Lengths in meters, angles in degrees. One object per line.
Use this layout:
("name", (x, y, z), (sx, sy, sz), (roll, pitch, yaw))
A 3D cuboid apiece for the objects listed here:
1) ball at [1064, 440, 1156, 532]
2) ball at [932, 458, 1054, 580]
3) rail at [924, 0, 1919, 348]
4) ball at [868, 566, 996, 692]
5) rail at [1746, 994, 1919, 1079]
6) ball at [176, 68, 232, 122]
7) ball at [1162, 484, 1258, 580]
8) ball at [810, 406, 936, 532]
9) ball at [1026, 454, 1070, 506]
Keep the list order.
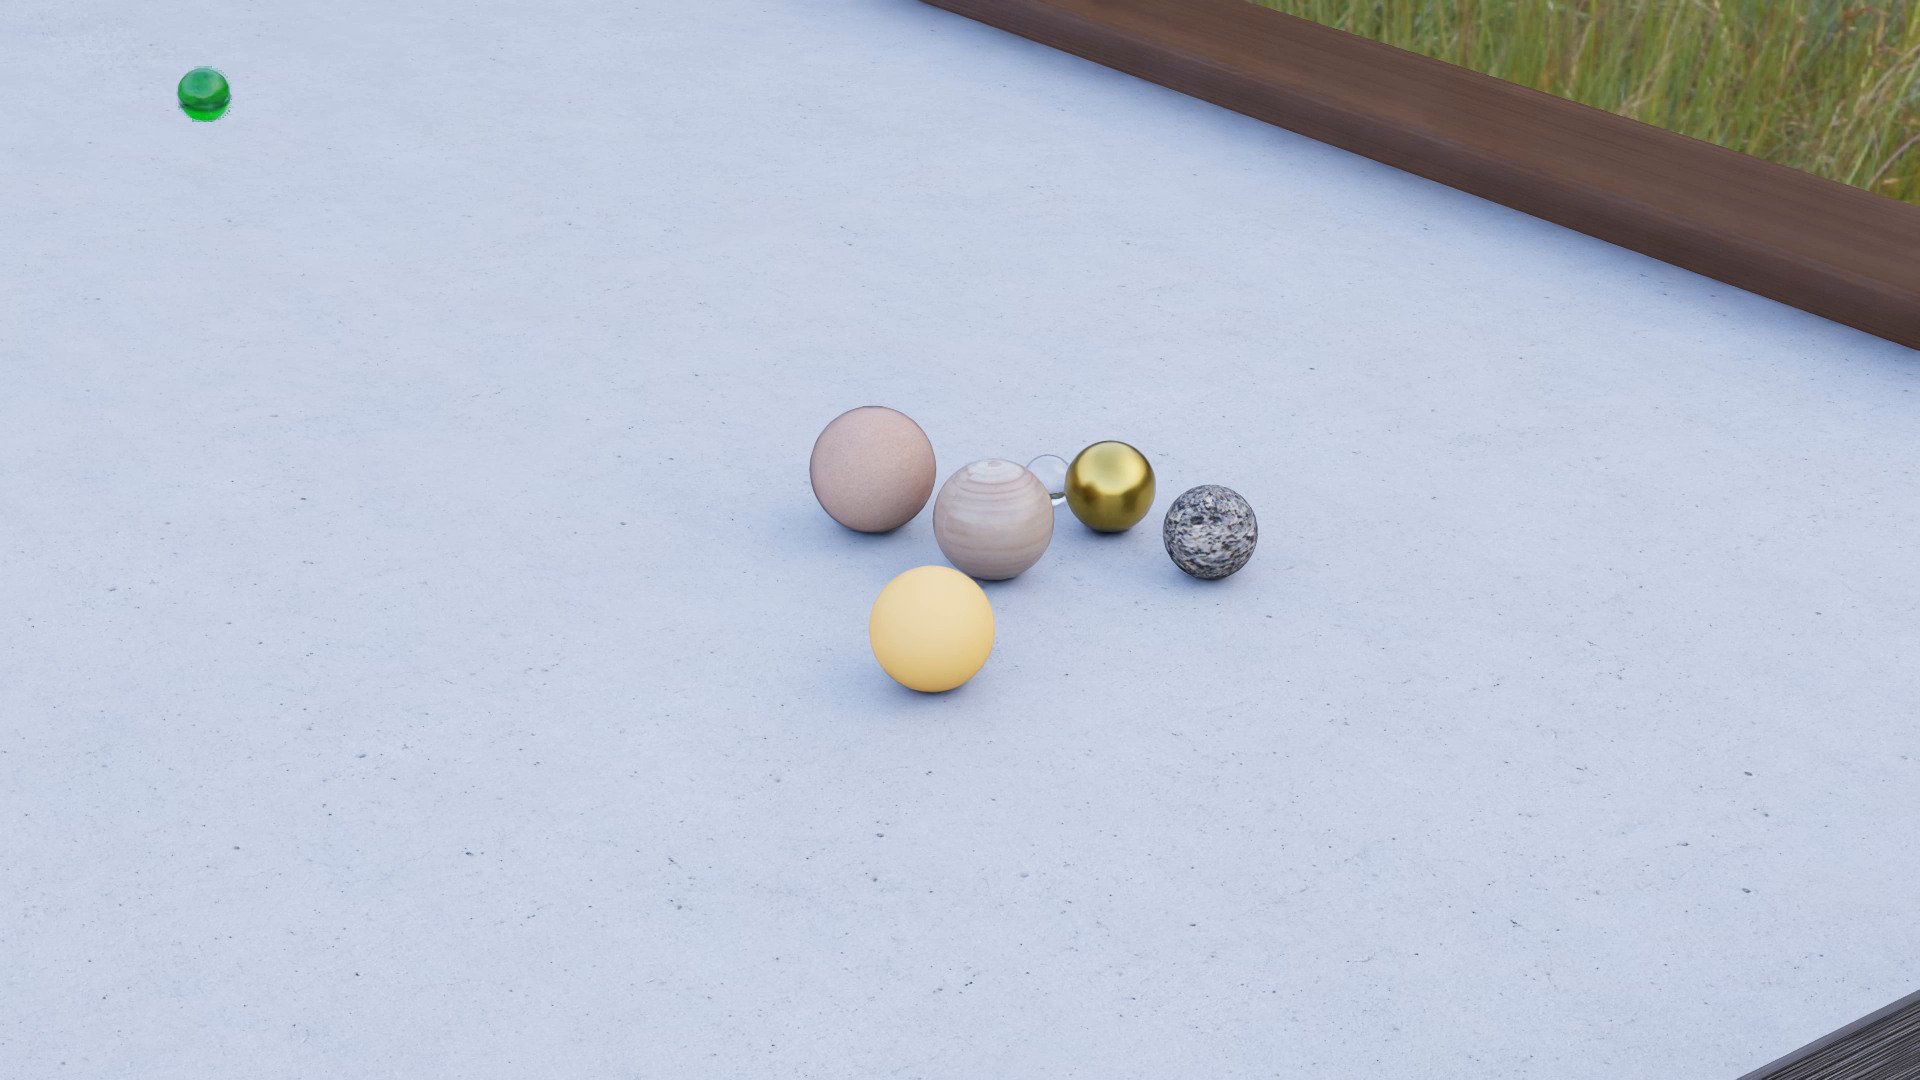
("ball", (0.118, -0.042, 2.306), (0.072, 0.072, 0.072), (0, 24, 0))
("ball", (0.025, -0.016, 2.224), (0.092, 0.092, 0.092), (0, 24, 0))
("rail", (0.287, -0.559, 3.384), (0.045, 0.130, 3.594), (-16, 29, -32))
("ball", (-0.020, 0.062, 2.055), (0.089, 0.089, 0.089), (0, 24, 0))
("rail", (0.505, 0.269, 1.543), (2.021, 0.130, 0.045), (-16, 29, -32))
("ball", (-0.863, -0.509, 3.359), (0.060, 0.060, 0.060), (0, 24, 0))
("ball", (0.189, -0.006, 2.226), (0.072, 0.072, 0.072), (0, 24, 0))
("ball", (-0.068, -0.055, 2.303), (0.100, 0.100, 0.100), (0, 24, 0))
("ball", (0.071, -0.048, 2.355), (0.042, 0.042, 0.042), (0, 24, 0))
